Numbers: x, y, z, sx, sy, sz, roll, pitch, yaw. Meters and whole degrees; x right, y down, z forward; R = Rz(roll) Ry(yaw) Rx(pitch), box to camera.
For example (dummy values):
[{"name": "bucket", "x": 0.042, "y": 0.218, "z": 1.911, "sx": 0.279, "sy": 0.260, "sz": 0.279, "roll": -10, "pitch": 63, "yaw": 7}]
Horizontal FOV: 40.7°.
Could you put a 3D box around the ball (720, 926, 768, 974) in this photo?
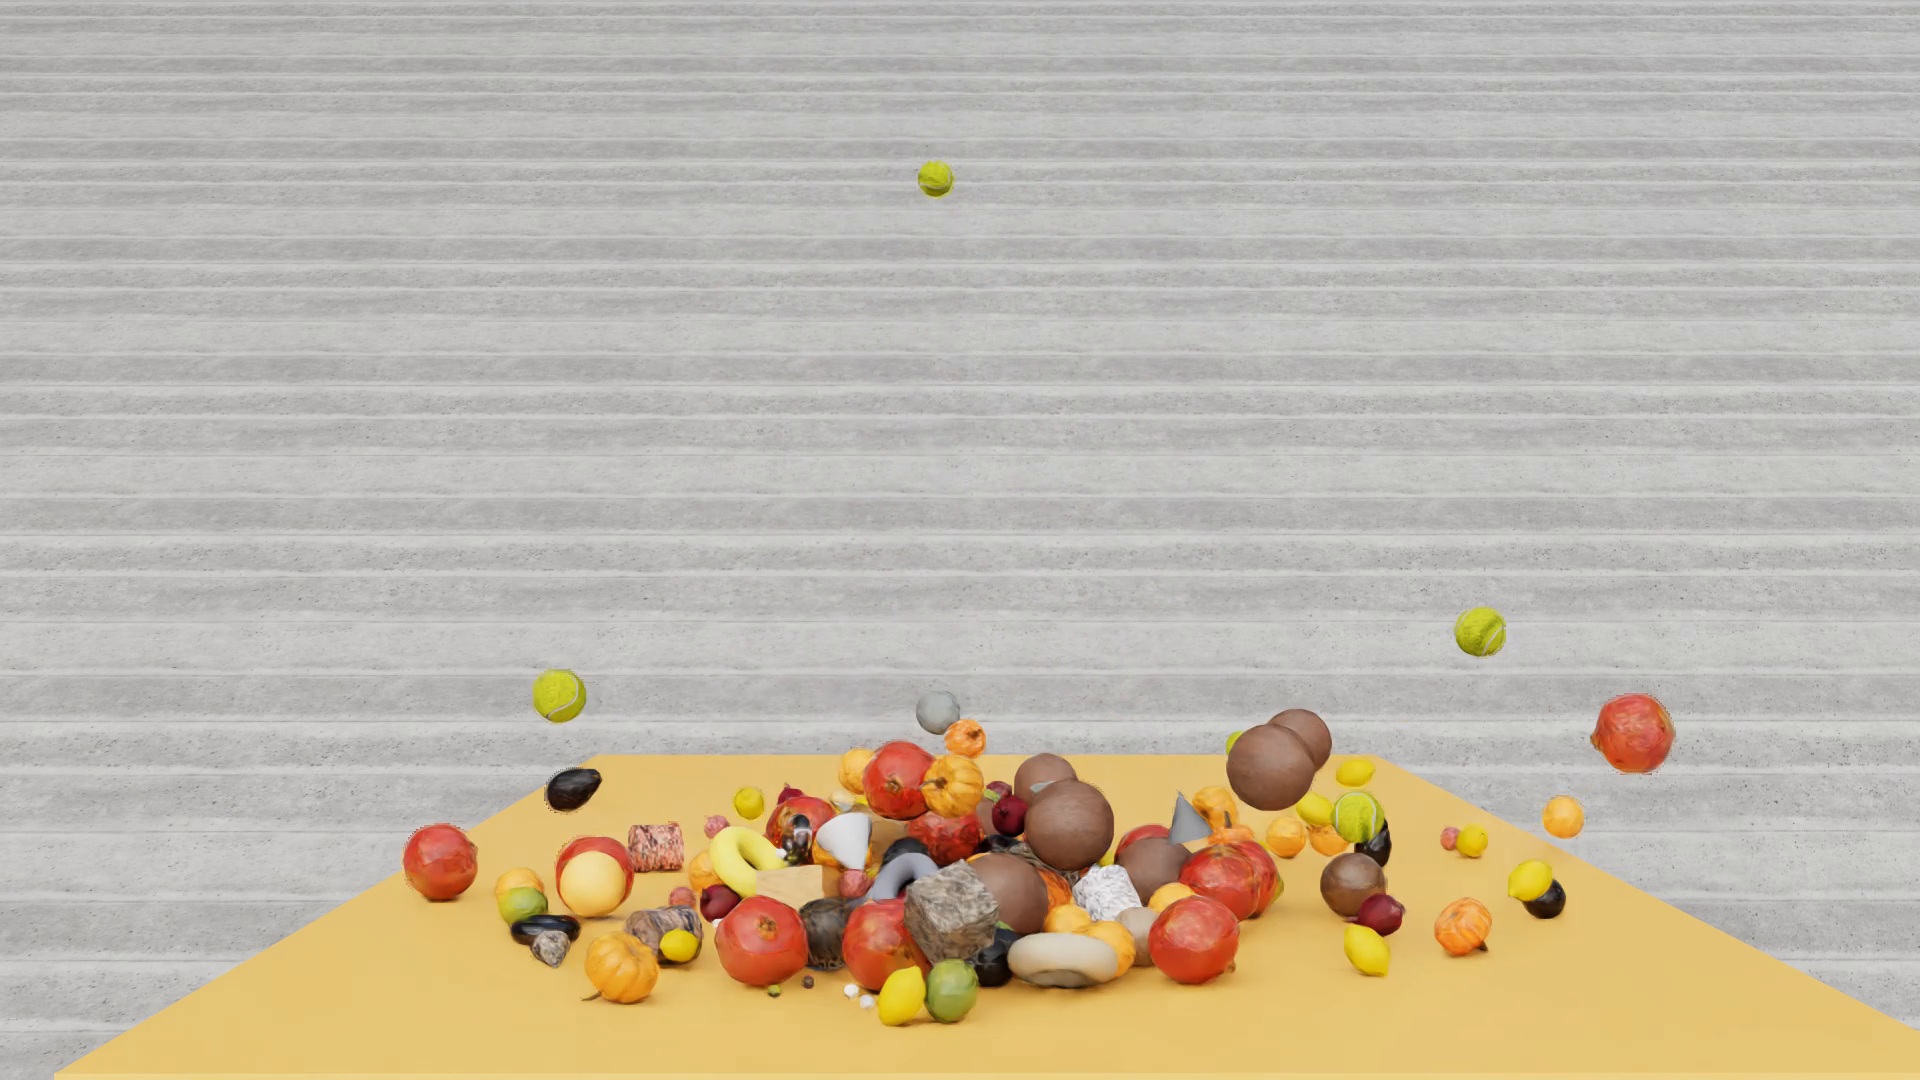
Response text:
[{"name": "ball", "x": -0.273, "y": 0.519, "z": 3.268, "sx": 0.060, "sy": 0.060, "sz": 0.060, "roll": 0, "pitch": 30, "yaw": 0}]

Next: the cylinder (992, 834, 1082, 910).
[{"name": "cylinder", "x": 0.114, "y": 0.490, "z": 3.826, "sx": 0.094, "sy": 0.094, "sz": 0.094, "roll": 23, "pitch": 19, "yaw": 33}]

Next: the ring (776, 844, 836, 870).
[{"name": "ring", "x": -0.269, "y": 0.529, "z": 4.277, "sx": 0.131, "sy": 0.044, "sz": 0.131, "roll": -1, "pitch": 0, "yaw": 0}]

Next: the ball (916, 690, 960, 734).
[{"name": "ball", "x": -0.044, "y": 0.350, "z": 5.253, "sx": 0.091, "sy": 0.091, "sz": 0.091, "roll": 0, "pitch": 30, "yaw": 0}]

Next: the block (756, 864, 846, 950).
[{"name": "block", "x": -0.209, "y": 0.486, "z": 3.422, "sx": 0.092, "sy": 0.092, "sz": 0.092, "roll": -8, "pitch": 72, "yaw": 15}]

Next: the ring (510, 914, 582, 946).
[{"name": "ring", "x": -0.566, "y": 0.534, "z": 3.538, "sx": 0.098, "sy": 0.033, "sz": 0.098, "roll": 0, "pitch": 1, "yaw": 0}]

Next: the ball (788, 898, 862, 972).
[{"name": "ball", "x": -0.172, "y": 0.502, "z": 3.293, "sx": 0.093, "sy": 0.093, "sz": 0.093, "roll": 0, "pitch": 30, "yaw": 0}]

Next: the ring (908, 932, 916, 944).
[{"name": "ring", "x": -0.034, "y": 0.536, "z": 3.518, "sx": 0.077, "sy": 0.026, "sz": 0.077, "roll": 0, "pitch": -5, "yaw": 0}]

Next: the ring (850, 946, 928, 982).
[{"name": "ring", "x": -0.089, "y": 0.533, "z": 3.250, "sx": 0.101, "sy": 0.034, "sz": 0.101, "roll": 0, "pitch": -1, "yaw": 0}]

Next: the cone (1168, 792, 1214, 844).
[{"name": "cone", "x": 0.311, "y": 0.380, "z": 3.584, "sx": 0.067, "sy": 0.067, "sz": 0.067, "roll": -14, "pitch": 1, "yaw": 0}]

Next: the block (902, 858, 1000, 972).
[{"name": "block", "x": -0.011, "y": 0.441, "z": 3.046, "sx": 0.079, "sy": 0.079, "sz": 0.079, "roll": -23, "pitch": 55, "yaw": -24}]

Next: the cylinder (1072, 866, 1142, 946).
[{"name": "cylinder", "x": 0.201, "y": 0.491, "z": 3.461, "sx": 0.080, "sy": 0.080, "sz": 0.080, "roll": -11, "pitch": 53, "yaw": -19}]

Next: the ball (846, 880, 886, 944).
[{"name": "ball", "x": -0.140, "y": 0.503, "z": 3.499, "sx": 0.085, "sy": 0.085, "sz": 0.085, "roll": 0, "pitch": 30, "yaw": 0}]

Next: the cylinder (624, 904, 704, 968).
[{"name": "cylinder", "x": -0.384, "y": 0.512, "z": 3.351, "sx": 0.073, "sy": 0.073, "sz": 0.073, "roll": 0, "pitch": 23, "yaw": -44}]

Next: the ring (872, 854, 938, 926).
[{"name": "ring", "x": -0.070, "y": 0.454, "z": 3.369, "sx": 0.103, "sy": 0.034, "sz": 0.103, "roll": -22, "pitch": 45, "yaw": 24}]

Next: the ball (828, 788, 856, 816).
[{"name": "ball", "x": -0.236, "y": 0.523, "z": 5.165, "sx": 0.056, "sy": 0.056, "sz": 0.056, "roll": 0, "pitch": 30, "yaw": 0}]

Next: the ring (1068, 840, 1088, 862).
[{"name": "ring", "x": 0.150, "y": 0.529, "z": 4.326, "sx": 0.131, "sy": 0.044, "sz": 0.131, "roll": -1, "pitch": 0, "yaw": 0}]

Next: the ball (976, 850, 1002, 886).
[{"name": "ball", "x": 0.059, "y": 0.516, "z": 4.042, "sx": 0.065, "sy": 0.065, "sz": 0.065, "roll": 0, "pitch": 30, "yaw": 0}]

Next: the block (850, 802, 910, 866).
[{"name": "block", "x": -0.130, "y": 0.447, "z": 3.927, "sx": 0.067, "sy": 0.067, "sz": 0.067, "roll": 18, "pitch": 8, "yaw": -27}]

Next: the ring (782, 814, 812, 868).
[{"name": "ring", "x": -0.237, "y": 0.437, "z": 3.767, "sx": 0.027, "sy": 0.080, "sz": 0.080, "roll": 10, "pitch": 26, "yaw": -20}]

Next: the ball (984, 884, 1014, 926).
[{"name": "ball", "x": 0.048, "y": 0.520, "z": 3.688, "sx": 0.059, "sy": 0.059, "sz": 0.059, "roll": 0, "pitch": 30, "yaw": 0}]

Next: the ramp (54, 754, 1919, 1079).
[{"name": "ramp", "x": 0.067, "y": 0.600, "z": 4.661, "sx": 2.000, "sy": 0.100, "sz": 4.000, "roll": 0, "pitch": 0, "yaw": 0}]

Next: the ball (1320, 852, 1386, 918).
[{"name": "ball", "x": 0.571, "y": 0.501, "z": 3.760, "sx": 0.096, "sy": 0.096, "sz": 0.096, "roll": 0, "pitch": 30, "yaw": 0}]

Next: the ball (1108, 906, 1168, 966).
[{"name": "ball", "x": 0.230, "y": 0.510, "z": 3.331, "sx": 0.078, "sy": 0.078, "sz": 0.078, "roll": 0, "pitch": 30, "yaw": 0}]

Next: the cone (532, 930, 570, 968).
[{"name": "cone", "x": -0.523, "y": 0.538, "z": 3.330, "sx": 0.051, "sy": 0.051, "sz": 0.051, "roll": -8, "pitch": 29, "yaw": -14}]

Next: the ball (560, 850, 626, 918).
[{"name": "ball", "x": -0.484, "y": 0.453, "z": 3.409, "sx": 0.087, "sy": 0.087, "sz": 0.087, "roll": 0, "pitch": 30, "yaw": 0}]

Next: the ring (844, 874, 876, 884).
[{"name": "ring", "x": -0.152, "y": 0.531, "z": 3.920, "sx": 0.116, "sy": 0.039, "sz": 0.116, "roll": 1, "pitch": 0, "yaw": 0}]

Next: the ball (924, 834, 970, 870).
[{"name": "ball", "x": -0.022, "y": 0.512, "z": 4.171, "sx": 0.076, "sy": 0.076, "sz": 0.076, "roll": 0, "pitch": 30, "yaw": 0}]

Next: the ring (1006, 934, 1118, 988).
[{"name": "ring", "x": 0.124, "y": 0.509, "z": 3.133, "sx": 0.136, "sy": 0.136, "sz": 0.045, "roll": 2, "pitch": 67, "yaw": 4}]

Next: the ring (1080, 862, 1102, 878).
[{"name": "ring", "x": 0.185, "y": 0.533, "z": 4.102, "sx": 0.094, "sy": 0.031, "sz": 0.094, "roll": -2, "pitch": 5, "yaw": 0}]

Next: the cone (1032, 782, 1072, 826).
[{"name": "cone", "x": 0.148, "y": 0.432, "z": 4.166, "sx": 0.067, "sy": 0.067, "sz": 0.067, "roll": 0, "pitch": 13, "yaw": 0}]

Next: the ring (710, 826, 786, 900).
[{"name": "ring", "x": -0.304, "y": 0.466, "z": 3.731, "sx": 0.127, "sy": 0.042, "sz": 0.127, "roll": 32, "pitch": 26, "yaw": -17}]
